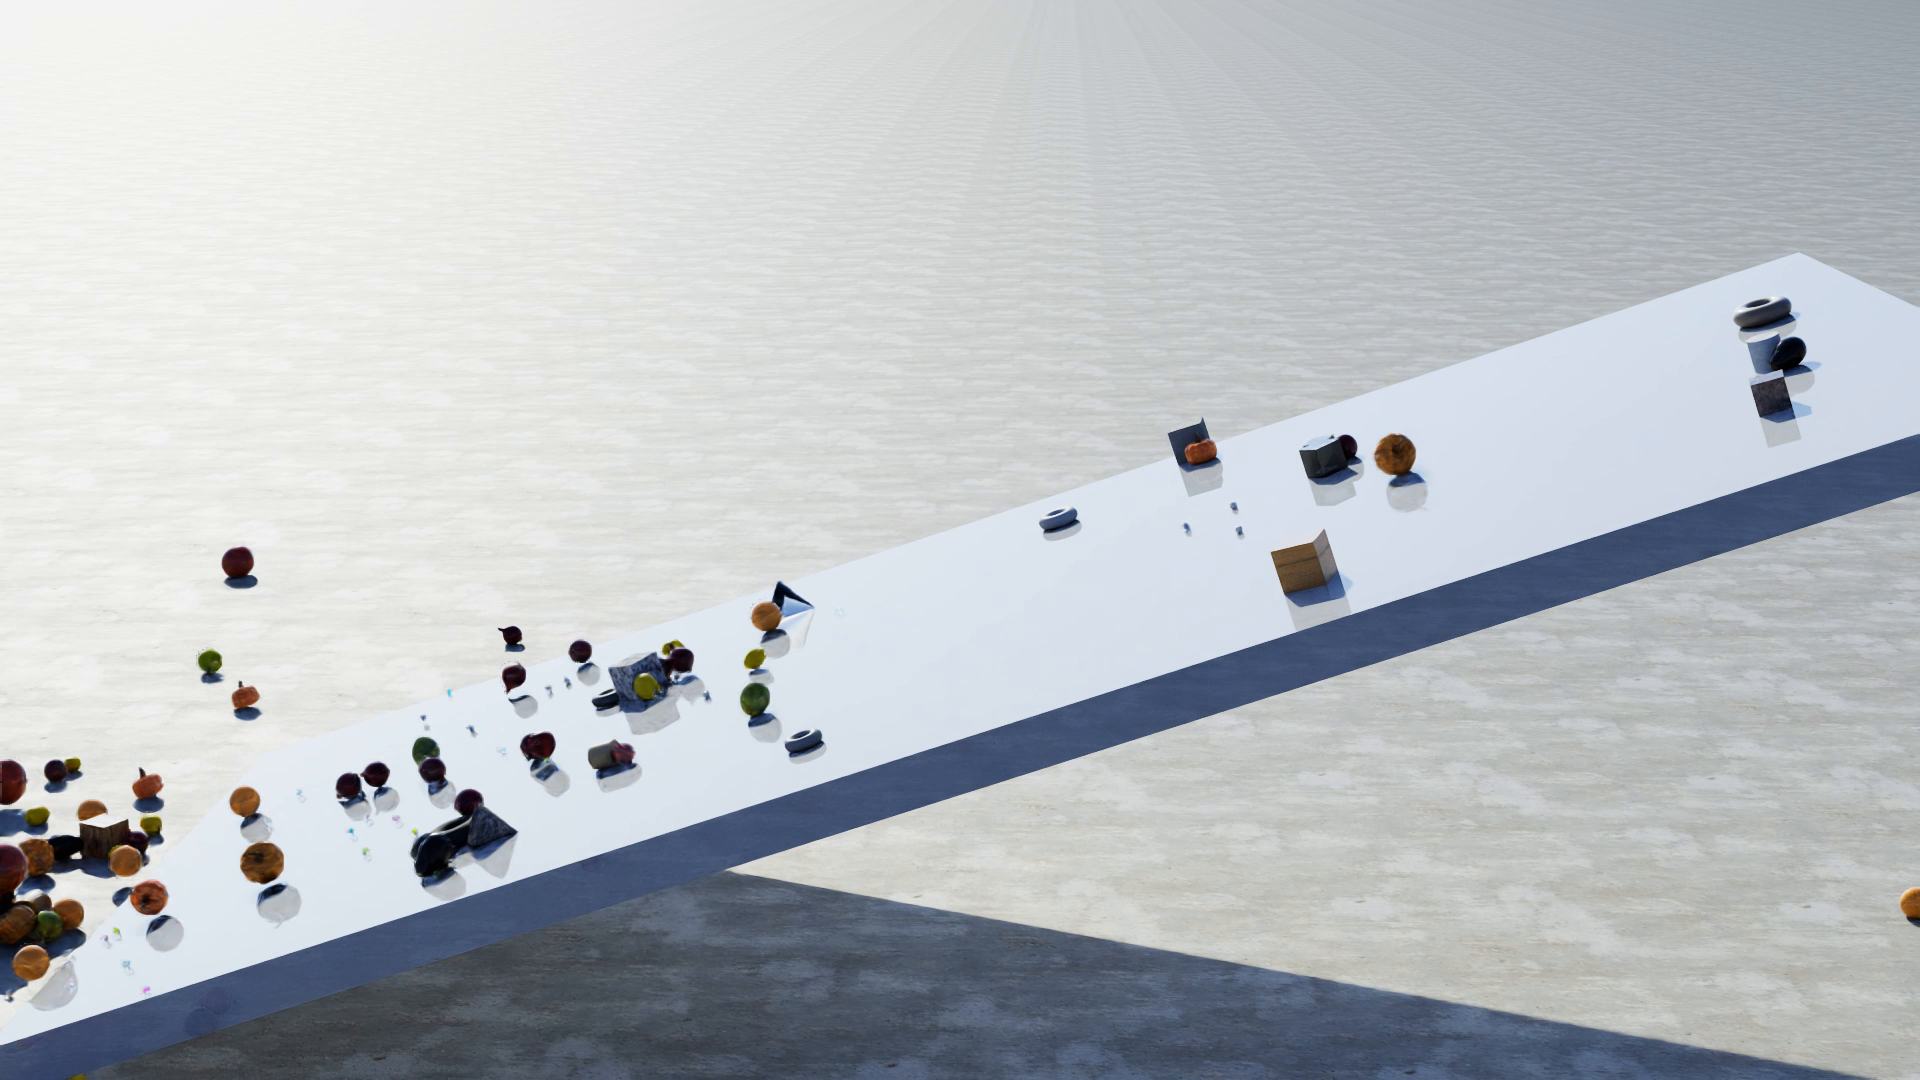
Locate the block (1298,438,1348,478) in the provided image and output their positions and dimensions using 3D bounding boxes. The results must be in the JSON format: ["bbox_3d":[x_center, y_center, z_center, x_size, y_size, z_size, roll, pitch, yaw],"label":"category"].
[{"bbox_3d":[0.797,-0.179,6.452,0.066,0.066,0.066,-24,12,-25],"label":"block"}]

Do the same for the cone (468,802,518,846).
[{"bbox_3d":[-0.907,0.566,5.767,0.088,0.088,0.088,9,13,6],"label":"cone"}]

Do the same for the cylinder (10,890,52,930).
[{"bbox_3d":[-2.047,0.815,6.481,0.070,0.070,0.070,1,12,6],"label":"cylinder"}]

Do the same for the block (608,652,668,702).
[{"bbox_3d":[-0.725,0.307,6.622,0.083,0.083,0.083,-8,15,45],"label":"block"}]

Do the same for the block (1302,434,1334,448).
[{"bbox_3d":[0.806,-0.197,6.558,0.055,0.055,0.055,-12,13,32],"label":"block"}]

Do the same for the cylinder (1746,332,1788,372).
[{"bbox_3d":[1.647,-0.384,6.003,0.066,0.066,0.066,-18,11,4],"label":"cylinder"}]

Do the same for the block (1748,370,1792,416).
[{"bbox_3d":[1.559,-0.282,5.657,0.064,0.064,0.064,-16,11,17],"label":"block"}]

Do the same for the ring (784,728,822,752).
[{"bbox_3d":[-0.301,0.385,5.655,0.077,0.026,0.077,-18,12,4],"label":"ring"}]

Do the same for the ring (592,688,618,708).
[{"bbox_3d":[-0.796,0.356,6.656,0.078,0.026,0.078,-18,12,4],"label":"ring"}]

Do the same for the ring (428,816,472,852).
[{"bbox_3d":[-1.000,0.583,5.841,0.122,0.041,0.122,-20,11,4],"label":"ring"}]

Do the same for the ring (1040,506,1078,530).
[{"bbox_3d":[0.230,-0.051,6.891,0.095,0.032,0.095,-19,12,4],"label":"ring"}]

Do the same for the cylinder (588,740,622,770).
[{"bbox_3d":[-0.729,0.441,6.043,0.052,0.052,0.052,-14,6,23],"label":"cylinder"}]

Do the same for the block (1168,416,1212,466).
[{"bbox_3d":[0.558,-0.241,7.128,0.083,0.083,0.083,-17,11,12],"label":"block"}]

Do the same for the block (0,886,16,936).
[{"bbox_3d":[-2.129,0.814,6.451,0.085,0.085,0.085,1,12,6],"label":"block"}]

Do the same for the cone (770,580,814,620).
[{"bbox_3d":[-0.385,0.151,6.918,0.096,0.096,0.096,10,14,9],"label":"cone"}]

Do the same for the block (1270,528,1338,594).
[{"bbox_3d":[0.651,0.040,5.561,0.087,0.087,0.087,-14,12,25],"label":"block"}]

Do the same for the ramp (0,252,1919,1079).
[{"bbox_3d":[0.107,0.180,6.305,4.000,0.100,2.000,-18,11,6],"label":"ramp"}]

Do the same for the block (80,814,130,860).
[{"bbox_3d":[-2.029,0.704,6.978,0.080,0.080,0.080,7,14,29],"label":"block"}]

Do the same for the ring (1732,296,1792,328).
[{"bbox_3d":[1.761,-0.502,6.457,0.130,0.043,0.130,-17,11,4],"label":"ring"}]
